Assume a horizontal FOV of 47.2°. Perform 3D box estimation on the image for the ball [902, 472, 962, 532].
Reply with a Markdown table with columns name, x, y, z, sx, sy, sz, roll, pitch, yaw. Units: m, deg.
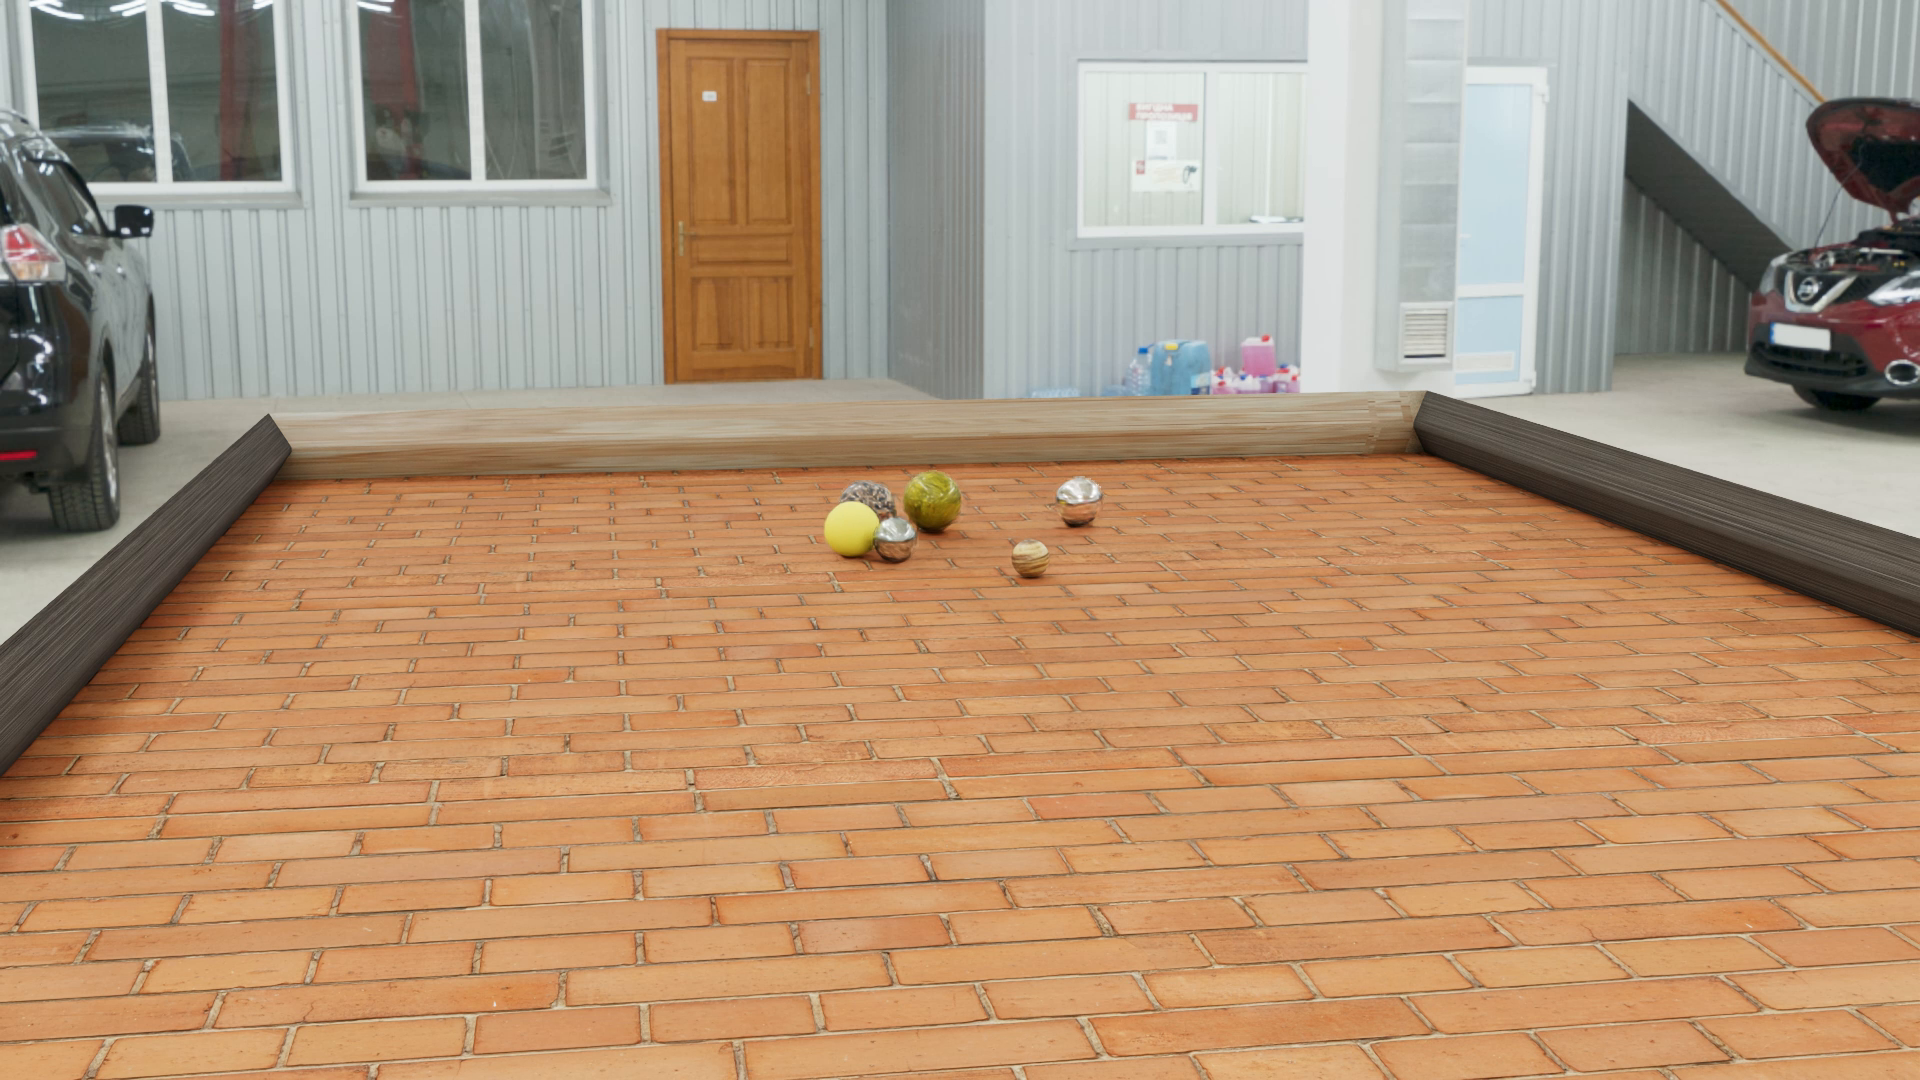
| name | x | y | z | sx | sy | sz | roll | pitch | yaw |
| --- | --- | --- | --- | --- | --- | --- | --- | --- | --- |
| ball | -0.045 | -0.062 | 3.576 | 0.096 | 0.096 | 0.096 | 0 | 10 | 0 |

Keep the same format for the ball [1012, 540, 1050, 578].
| name | x | y | z | sx | sy | sz | roll | pitch | yaw |
| --- | --- | --- | --- | --- | --- | --- | --- | --- | --- |
| ball | 0.103 | 0.027 | 3.202 | 0.056 | 0.056 | 0.056 | 0 | 10 | 0 |

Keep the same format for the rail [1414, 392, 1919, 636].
| name | x | y | z | sx | sy | sz | roll | pitch | yaw |
| --- | --- | --- | --- | --- | --- | --- | --- | --- | --- |
| rail | 1.266 | 0.126 | 2.465 | 0.045 | 0.125 | 4.130 | -2 | 11 | -9 |

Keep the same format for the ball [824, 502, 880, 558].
| name | x | y | z | sx | sy | sz | roll | pitch | yaw |
| --- | --- | --- | --- | --- | --- | --- | --- | --- | --- |
| ball | -0.164 | -0.017 | 3.358 | 0.085 | 0.085 | 0.085 | 0 | 10 | 0 |

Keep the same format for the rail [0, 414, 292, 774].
| name | x | y | z | sx | sy | sz | roll | pitch | yaw |
| --- | --- | --- | --- | --- | --- | --- | --- | --- | --- |
| rail | -0.926 | 0.192 | 2.105 | 0.045 | 0.125 | 4.130 | -2 | 11 | -9 |

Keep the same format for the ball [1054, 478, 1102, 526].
| name | x | y | z | sx | sy | sz | roll | pitch | yaw |
| --- | --- | --- | --- | --- | --- | --- | --- | --- | --- |
| ball | 0.196 | -0.063 | 3.631 | 0.078 | 0.078 | 0.078 | 0 | 10 | 0 |

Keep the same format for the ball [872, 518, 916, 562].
| name | x | y | z | sx | sy | sz | roll | pitch | yaw |
| --- | --- | --- | --- | --- | --- | --- | --- | --- | --- |
| ball | -0.099 | 0.000 | 3.320 | 0.067 | 0.067 | 0.067 | 0 | 10 | 0 |

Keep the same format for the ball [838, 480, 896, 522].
| name | x | y | z | sx | sy | sz | roll | pitch | yaw |
| --- | --- | --- | --- | --- | --- | --- | --- | --- | --- |
| ball | -0.148 | -0.047 | 3.496 | 0.094 | 0.094 | 0.094 | 0 | 10 | 0 |

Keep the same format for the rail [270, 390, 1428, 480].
| name | x | y | z | sx | sy | sz | roll | pitch | yaw |
| --- | --- | --- | --- | --- | --- | --- | --- | --- | --- |
| rail | -0.166 | -0.204 | 4.265 | 2.269 | 0.125 | 0.045 | -2 | 11 | -9 |
